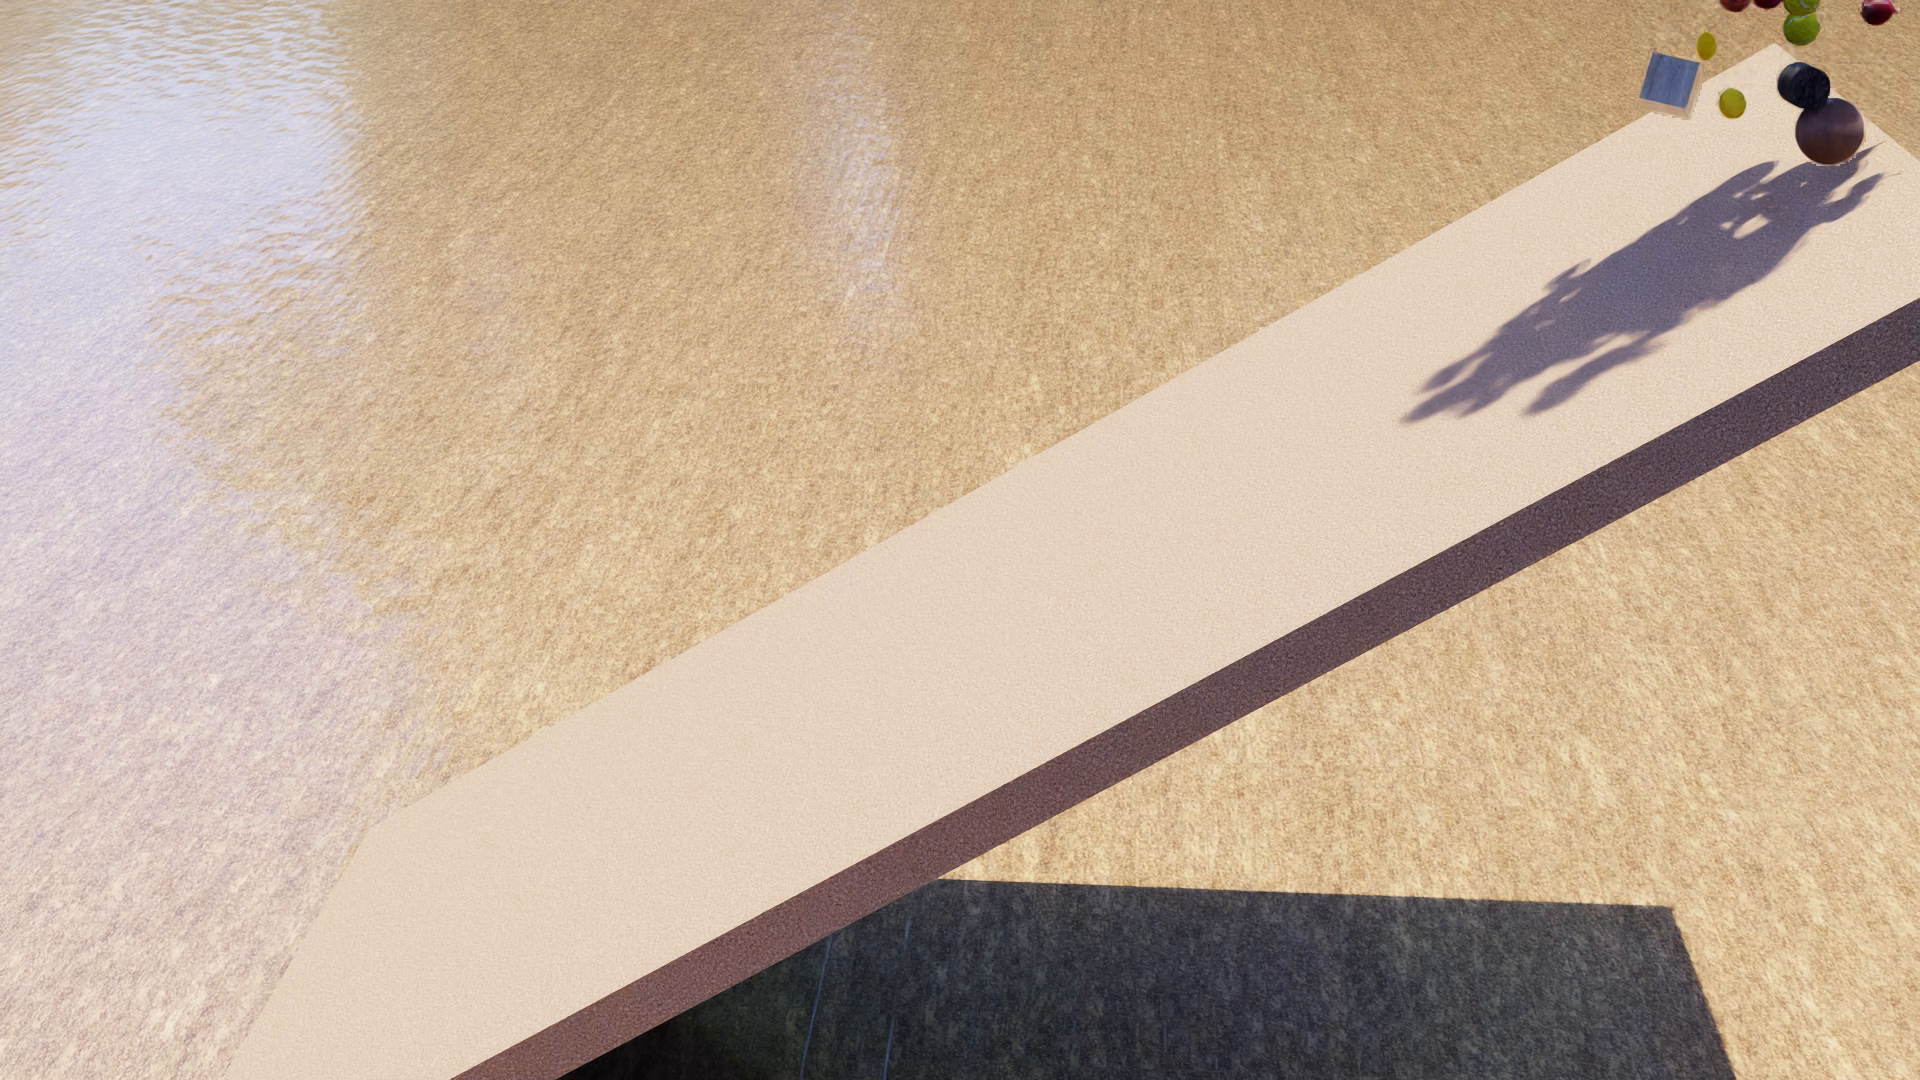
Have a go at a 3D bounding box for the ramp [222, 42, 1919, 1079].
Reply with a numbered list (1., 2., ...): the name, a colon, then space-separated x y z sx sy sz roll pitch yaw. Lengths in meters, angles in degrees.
1. ramp: 0.142 0.168 6.287 4.000 0.100 2.000 -29 15 12

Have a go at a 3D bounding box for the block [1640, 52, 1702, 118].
1. block: 1.390 -0.888 5.750 0.092 0.092 0.092 17 1 18

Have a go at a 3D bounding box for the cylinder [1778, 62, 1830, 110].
1. cylinder: 1.625 -0.875 5.664 0.080 0.080 0.080 0 17 -1
